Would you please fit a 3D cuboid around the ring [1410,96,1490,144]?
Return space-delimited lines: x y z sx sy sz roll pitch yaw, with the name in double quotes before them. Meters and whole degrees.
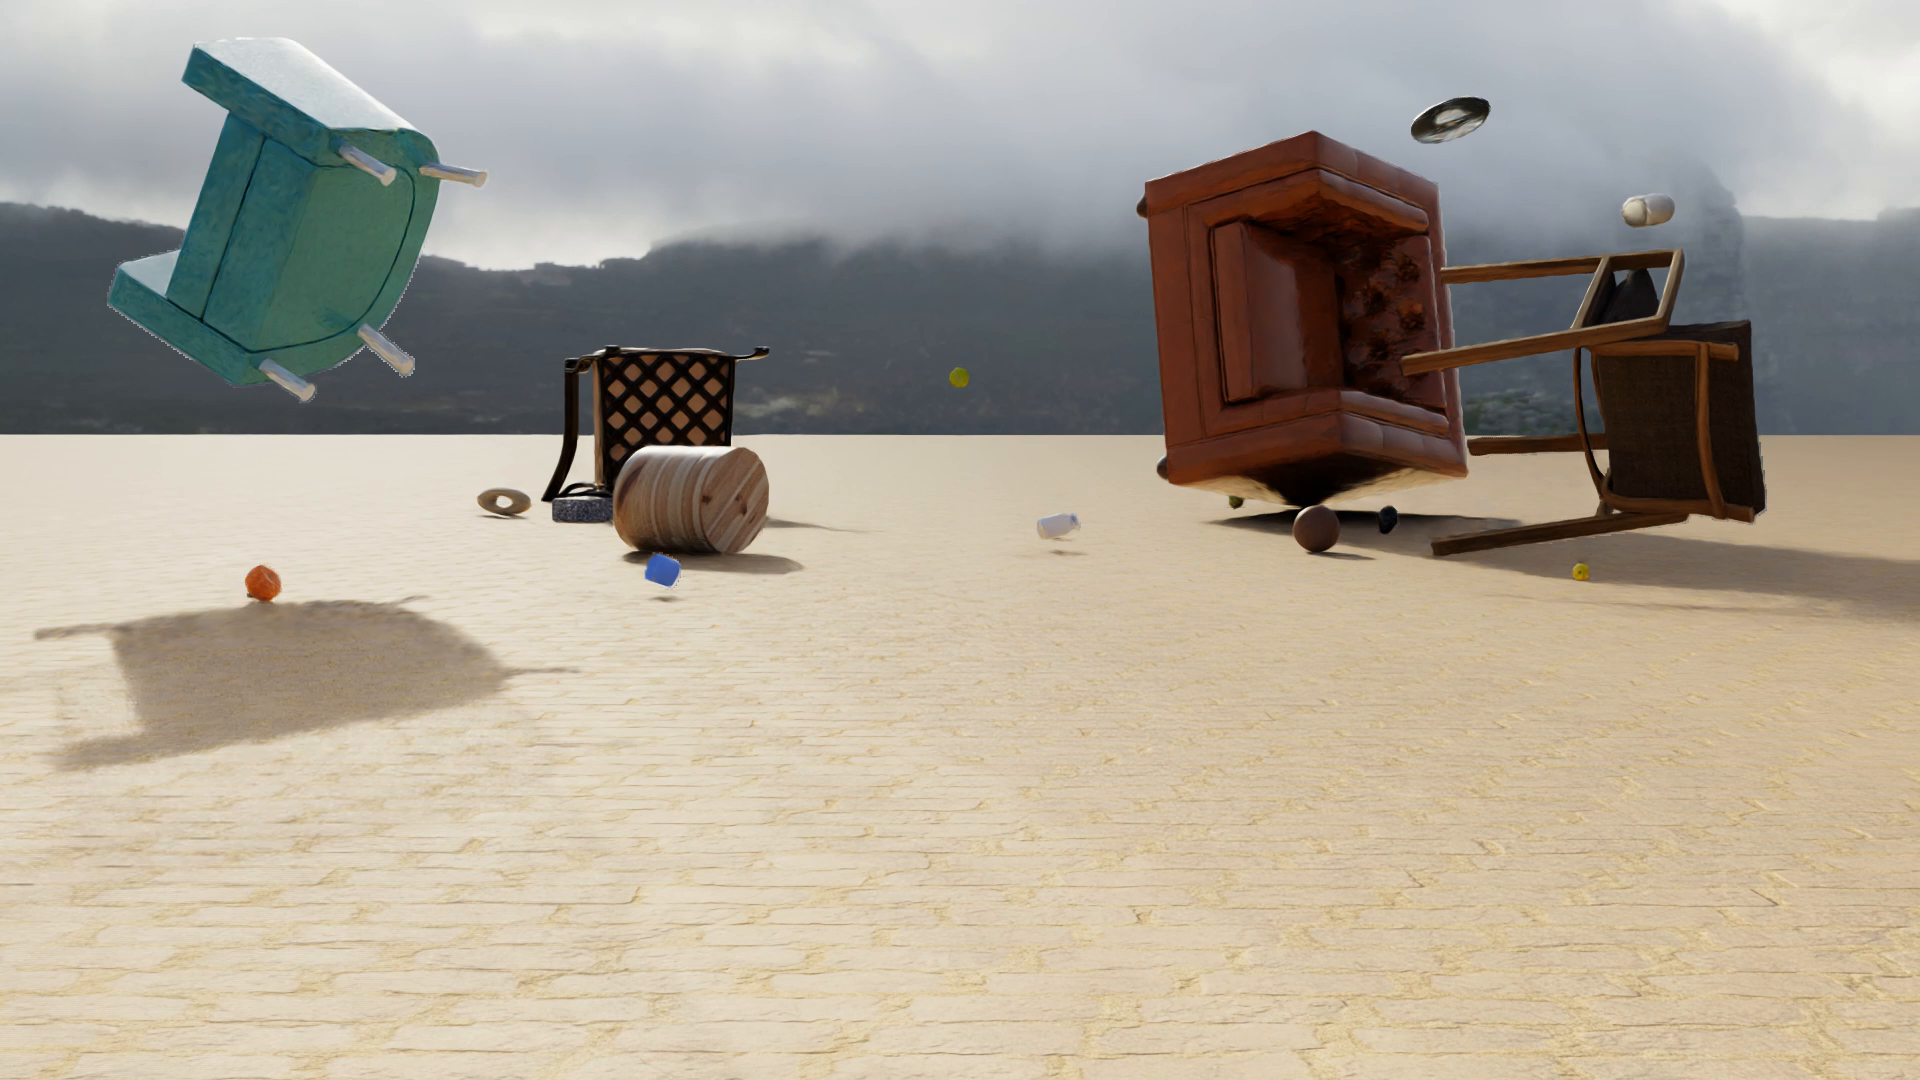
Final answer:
"ring" 1.038 -0.889 4.656 0.132 0.044 0.184 8 -21 -40

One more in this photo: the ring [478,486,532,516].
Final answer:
"ring" -1.625 -0.139 7.836 0.213 0.101 0.061 5 6 18

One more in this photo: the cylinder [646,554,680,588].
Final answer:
"cylinder" -0.651 0.066 4.815 0.053 0.062 0.050 22 3 -33

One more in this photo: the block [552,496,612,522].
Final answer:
"block" -1.289 -0.108 7.588 0.147 0.074 0.196 2 4 25

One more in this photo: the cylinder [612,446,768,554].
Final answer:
"cylinder" -0.742 -0.112 6.063 0.312 0.273 0.314 2 43 32
